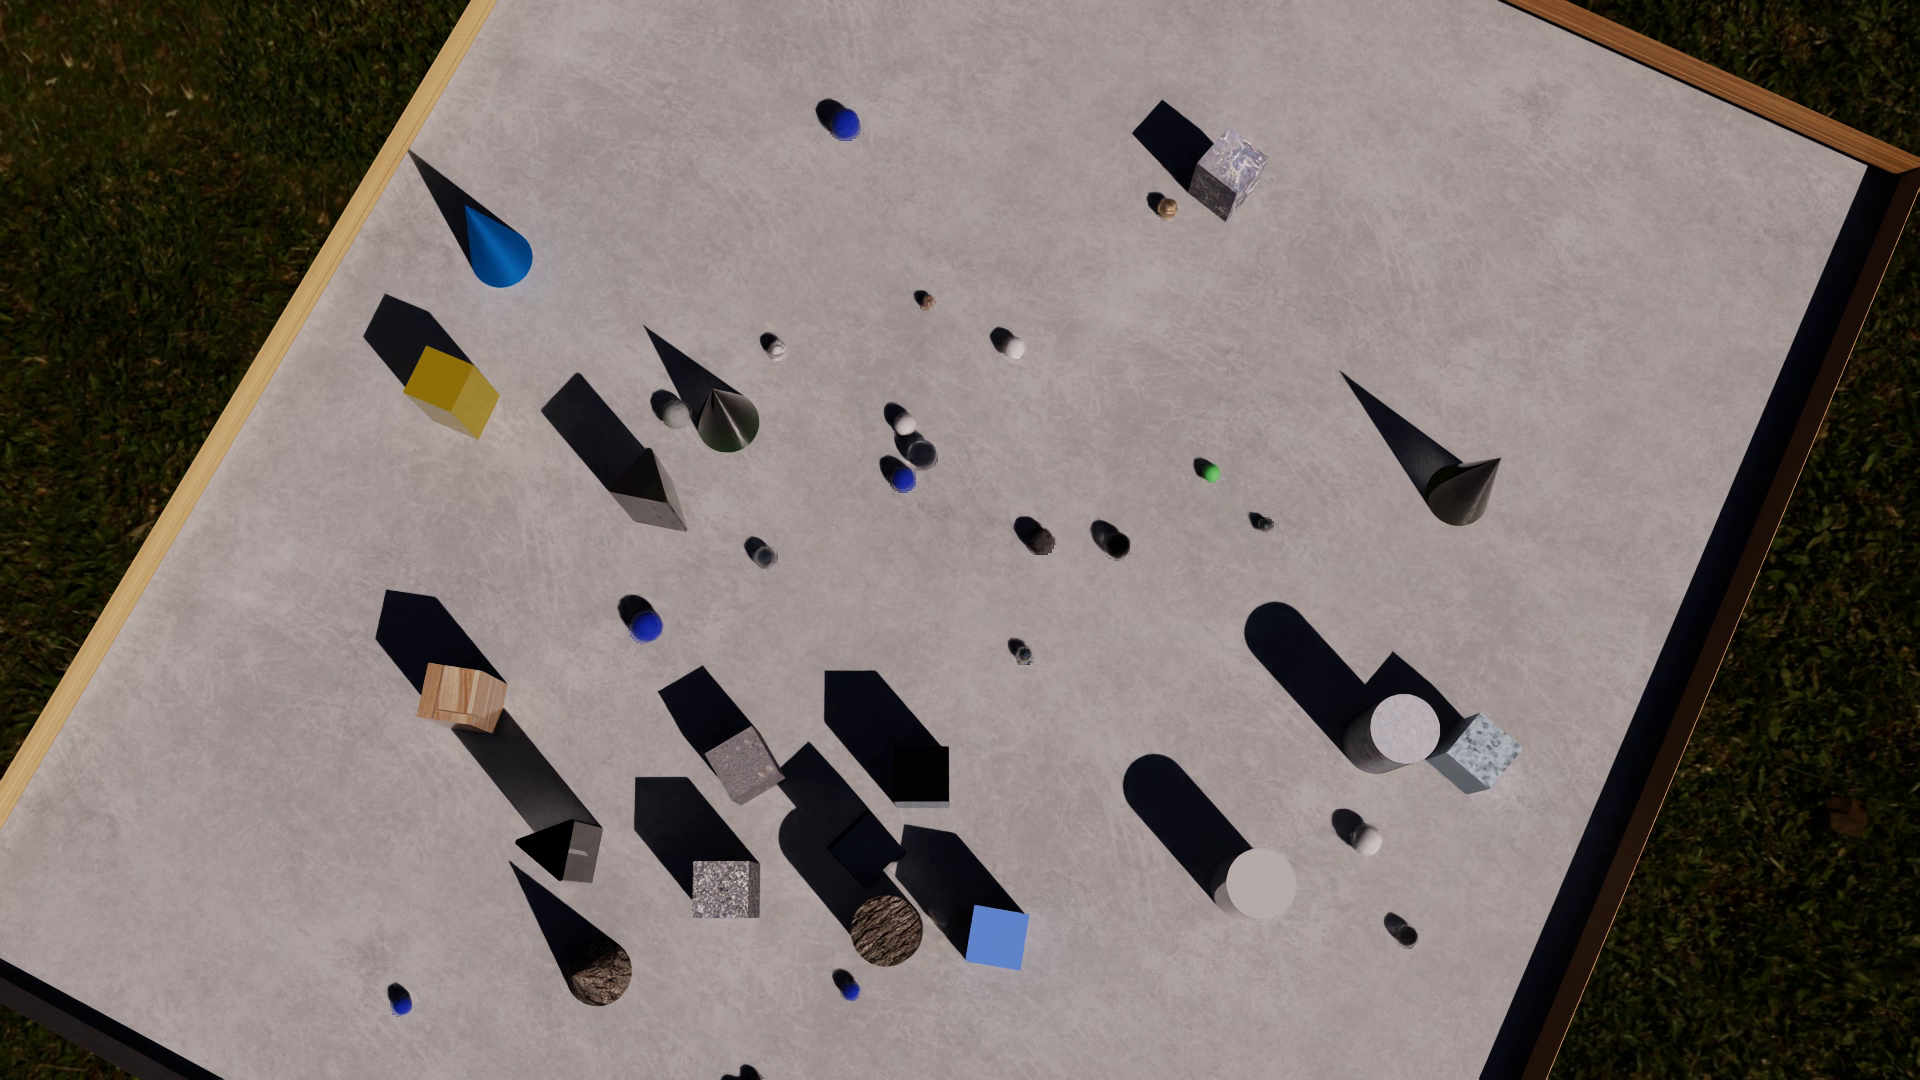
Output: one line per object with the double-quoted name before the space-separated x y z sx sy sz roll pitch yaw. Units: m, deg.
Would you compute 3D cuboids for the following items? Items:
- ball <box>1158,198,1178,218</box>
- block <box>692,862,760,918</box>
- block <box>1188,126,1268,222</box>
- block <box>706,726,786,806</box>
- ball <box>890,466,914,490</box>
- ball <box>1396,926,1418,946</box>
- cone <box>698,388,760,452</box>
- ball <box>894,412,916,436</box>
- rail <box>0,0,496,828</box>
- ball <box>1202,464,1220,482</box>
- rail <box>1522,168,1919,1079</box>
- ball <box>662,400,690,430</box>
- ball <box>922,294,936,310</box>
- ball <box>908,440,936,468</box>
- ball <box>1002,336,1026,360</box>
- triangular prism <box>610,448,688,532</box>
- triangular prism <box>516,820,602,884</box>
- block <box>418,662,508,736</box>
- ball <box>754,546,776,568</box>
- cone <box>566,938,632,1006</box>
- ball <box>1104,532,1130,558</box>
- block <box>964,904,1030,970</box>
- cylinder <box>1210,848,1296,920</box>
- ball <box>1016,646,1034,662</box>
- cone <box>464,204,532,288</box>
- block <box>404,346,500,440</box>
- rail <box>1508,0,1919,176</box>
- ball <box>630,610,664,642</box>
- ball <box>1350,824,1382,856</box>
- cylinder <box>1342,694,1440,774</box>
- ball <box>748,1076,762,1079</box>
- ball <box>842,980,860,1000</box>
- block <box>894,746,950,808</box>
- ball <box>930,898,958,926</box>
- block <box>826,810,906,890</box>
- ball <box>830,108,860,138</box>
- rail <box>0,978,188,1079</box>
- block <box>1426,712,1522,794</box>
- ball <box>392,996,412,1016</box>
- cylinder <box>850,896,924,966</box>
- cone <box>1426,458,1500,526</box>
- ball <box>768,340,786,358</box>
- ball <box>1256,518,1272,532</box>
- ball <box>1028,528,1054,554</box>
"ball" 0.658 -1.051 5.802 0.064 0.064 0.064 0 78 0
"block" -0.668 1.005 5.256 0.156 0.299 0.156 0 78 0
"block" 0.836 -1.140 5.732 0.156 0.235 0.156 40 81 8
"block" -0.624 0.662 5.356 0.156 0.242 0.156 -30 80 -6
"ball" -0.176 -0.190 5.618 0.074 0.074 0.074 0 78 0
"ball" 1.305 1.155 5.347 0.060 0.060 0.060 0 78 0
"cone" -0.720 -0.403 5.511 0.194 0.369 0.194 0 78 0
"ball" -0.169 -0.359 5.655 0.071 0.071 0.071 0 78 0
"rail" -1.928 -0.937 5.745 0.045 0.126 4.862 26 80 5
"ball" 0.774 -0.204 5.631 0.055 0.055 0.055 0 78 0
"rail" 1.928 0.951 5.354 0.045 0.126 4.862 26 80 5
"ball" -0.877 -0.386 5.652 0.088 0.088 0.088 0 78 0
"ball" -0.100 -0.747 5.748 0.044 0.044 0.044 0 78 0
"ball" -0.116 -0.264 5.626 0.088 0.088 0.088 0 78 0
"ball" 0.167 -0.598 5.703 0.073 0.073 0.073 0 78 0
"triangular prism" -0.905 -0.154 5.442 0.168 0.404 0.146 11 79 2
"triangular prism" -1.108 0.866 5.227 0.168 0.412 0.146 39 81 7
"block" -1.451 0.468 5.360 0.156 0.313 0.156 8 78 2
"ball" -0.594 0.053 5.571 0.067 0.067 0.067 0 78 0
"cone" -1.056 1.224 5.170 0.194 0.378 0.194 0 78 0
"ball" 0.479 0.016 5.572 0.080 0.080 0.080 0 78 0
"block" 0.104 1.136 5.240 0.156 0.277 0.156 9 78 2
"cylinder" 0.835 0.986 5.240 0.194 0.339 0.194 0 78 0
"ball" 0.195 0.344 5.519 0.051 0.051 0.051 0 78 0
"cone" -1.450 -0.936 5.582 0.194 0.447 0.194 0 78 0
"block" -1.534 -0.442 5.546 0.156 0.318 0.156 22 79 5
"rail" 1.076 -2.102 5.986 4.359 0.126 0.045 26 80 5
"ball" -0.942 0.259 5.513 0.097 0.097 0.097 0 78 0
"ball" 1.194 0.883 5.388 0.090 0.090 0.090 0 78 0
"cylinder" 1.243 0.565 5.305 0.194 0.381 0.194 0 78 0
"ball" -0.589 1.566 5.267 0.050 0.050 0.050 0 78 0
"ball" -0.318 1.305 5.319 0.054 0.054 0.054 0 78 0
"block" -0.109 0.691 5.321 0.156 0.298 0.156 0 78 0
"ball" -0.046 1.086 5.350 0.081 0.081 0.081 0 78 0
"block" -0.267 0.898 5.301 0.156 0.253 0.156 -43 81 -8
"ball" -0.367 -1.329 5.842 0.097 0.097 0.097 0 78 0
"rail" -1.076 2.115 5.113 4.359 0.126 0.045 26 80 5
"block" 1.502 0.627 5.361 0.156 0.247 0.156 41 81 8
"ball" -1.615 1.347 5.309 0.056 0.056 0.056 0 78 0
"cylinder" -0.205 1.113 5.225 0.194 0.316 0.194 0 78 0
"cone" 1.532 -0.186 5.415 0.194 0.469 0.194 0 78 0
"ball" -0.569 -0.596 5.710 0.058 0.058 0.058 0 78 0
"ball" 0.930 -0.045 5.603 0.044 0.044 0.044 0 78 0
"ball" 0.244 0.001 5.576 0.078 0.078 0.078 0 78 0
